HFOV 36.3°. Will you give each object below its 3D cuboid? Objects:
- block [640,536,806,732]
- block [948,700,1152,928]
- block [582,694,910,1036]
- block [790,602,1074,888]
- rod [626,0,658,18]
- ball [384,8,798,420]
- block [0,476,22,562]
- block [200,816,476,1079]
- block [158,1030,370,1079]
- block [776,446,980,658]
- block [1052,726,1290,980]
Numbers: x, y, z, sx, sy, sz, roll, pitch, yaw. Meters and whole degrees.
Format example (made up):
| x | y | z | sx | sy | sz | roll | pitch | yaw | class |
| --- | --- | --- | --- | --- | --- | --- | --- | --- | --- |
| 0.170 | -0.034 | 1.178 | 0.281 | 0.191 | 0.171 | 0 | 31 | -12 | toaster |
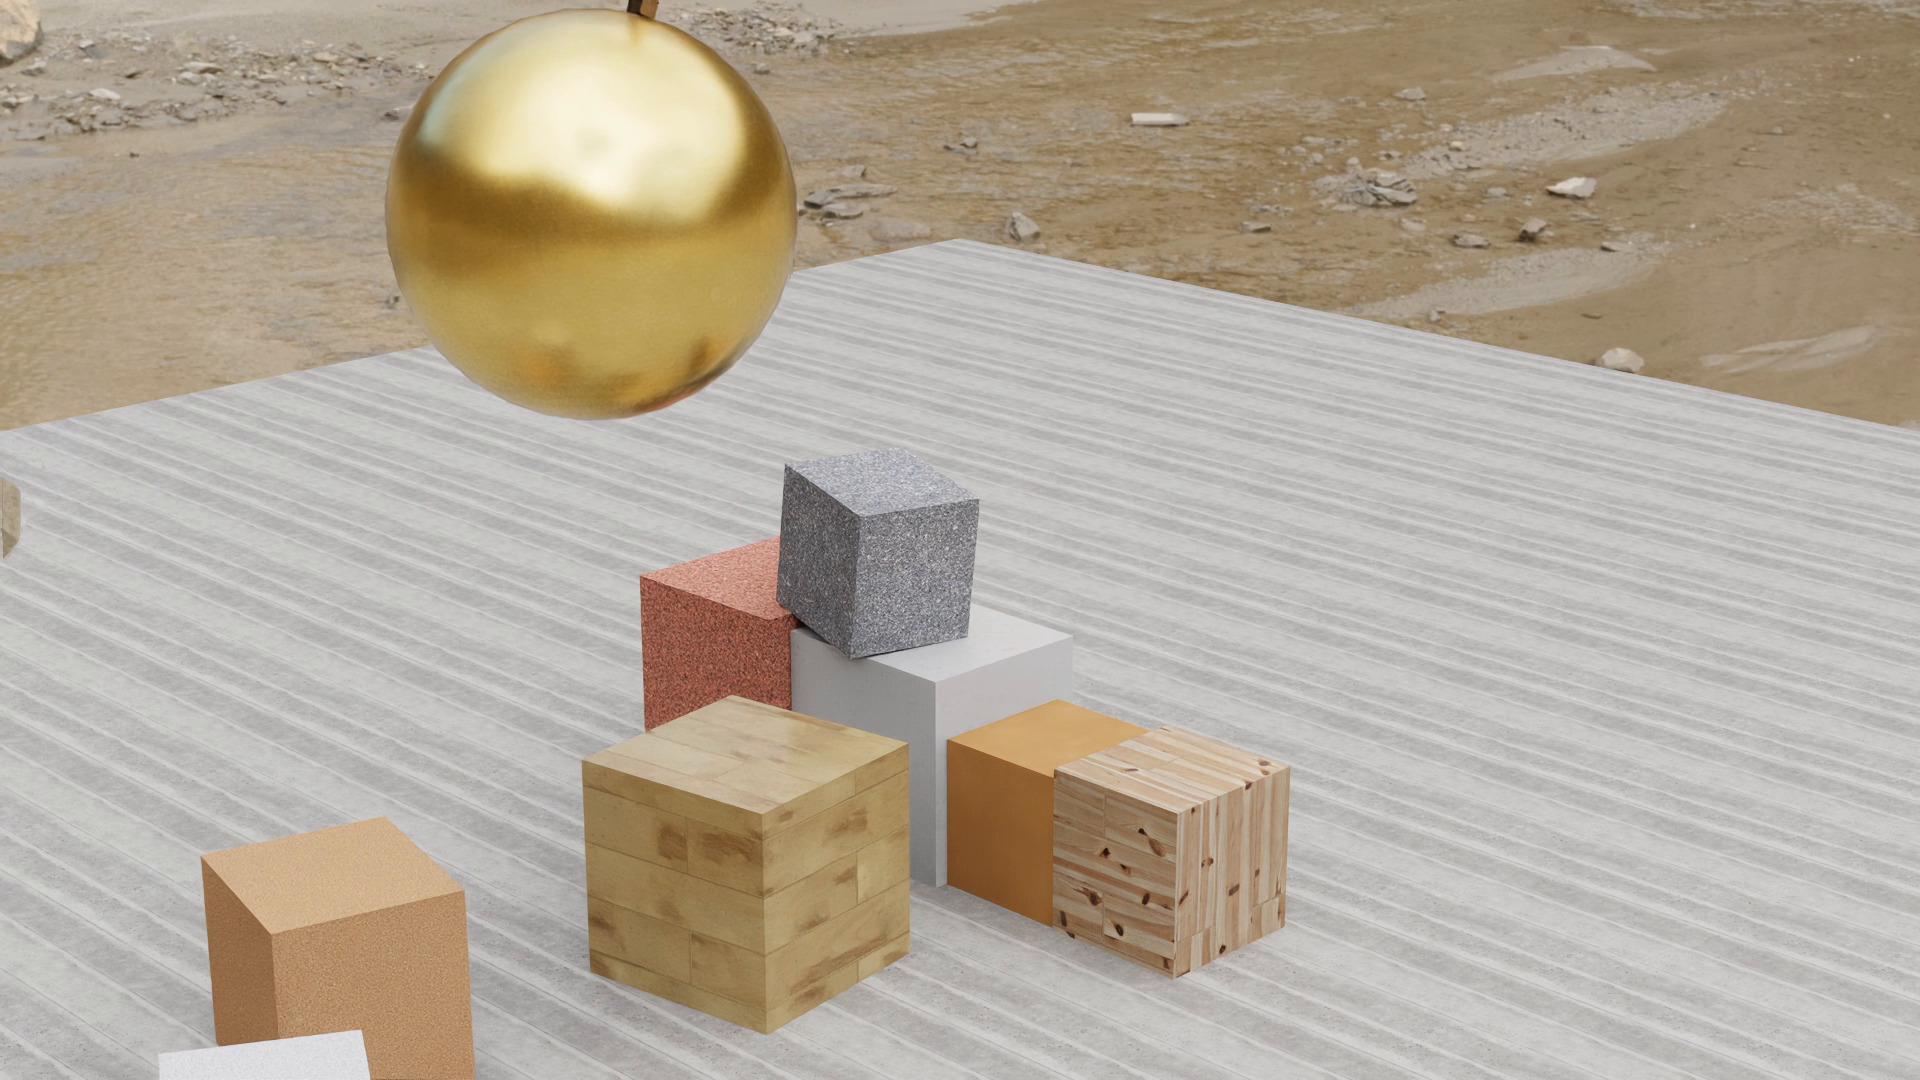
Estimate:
| x | y | z | sx | sy | sz | roll | pitch | yaw | class |
| --- | --- | --- | --- | --- | --- | --- | --- | --- | --- |
| -0.844 | 0.670 | 14.423 | 1.065 | 1.073 | 0.946 | -17 | 24 | -42 | block |
| 0.432 | 1.224 | 13.269 | 0.723 | 0.709 | 0.658 | -17 | 24 | -42 | block |
| -0.896 | 1.349 | 12.431 | 0.981 | 0.972 | 0.957 | 13 | 21 | 35 | block |
| -0.134 | 0.908 | 13.796 | 0.889 | 0.995 | 0.975 | -16 | 24 | -42 | block |
| -0.621 | -4.562 | 11.257 | 0.080 | 5.200 | 0.080 | 17 | 4 | 42 | rod |
| -1.433 | -1.265 | 11.442 | 1.600 | 1.600 | 1.600 | 0 | 17 | 0 | ball |
| -3.968 | -0.086 | 10.914 | 0.687 | 0.575 | 0.557 | 41 | 4 | -26 | block |
| -2.460 | 1.692 | 11.588 | 0.769 | 0.823 | 0.856 | -10 | 20 | -30 | block |
| -2.376 | 2.214 | 10.146 | 0.701 | 0.691 | 0.745 | -5 | 18 | -15 | block |
| -0.387 | 0.049 | 13.564 | 0.631 | 0.694 | 0.695 | -9 | 26 | -31 | block |
| 0.918 | 1.346 | 12.793 | 0.745 | 0.760 | 0.704 | -17 | 24 | -42 | block |
